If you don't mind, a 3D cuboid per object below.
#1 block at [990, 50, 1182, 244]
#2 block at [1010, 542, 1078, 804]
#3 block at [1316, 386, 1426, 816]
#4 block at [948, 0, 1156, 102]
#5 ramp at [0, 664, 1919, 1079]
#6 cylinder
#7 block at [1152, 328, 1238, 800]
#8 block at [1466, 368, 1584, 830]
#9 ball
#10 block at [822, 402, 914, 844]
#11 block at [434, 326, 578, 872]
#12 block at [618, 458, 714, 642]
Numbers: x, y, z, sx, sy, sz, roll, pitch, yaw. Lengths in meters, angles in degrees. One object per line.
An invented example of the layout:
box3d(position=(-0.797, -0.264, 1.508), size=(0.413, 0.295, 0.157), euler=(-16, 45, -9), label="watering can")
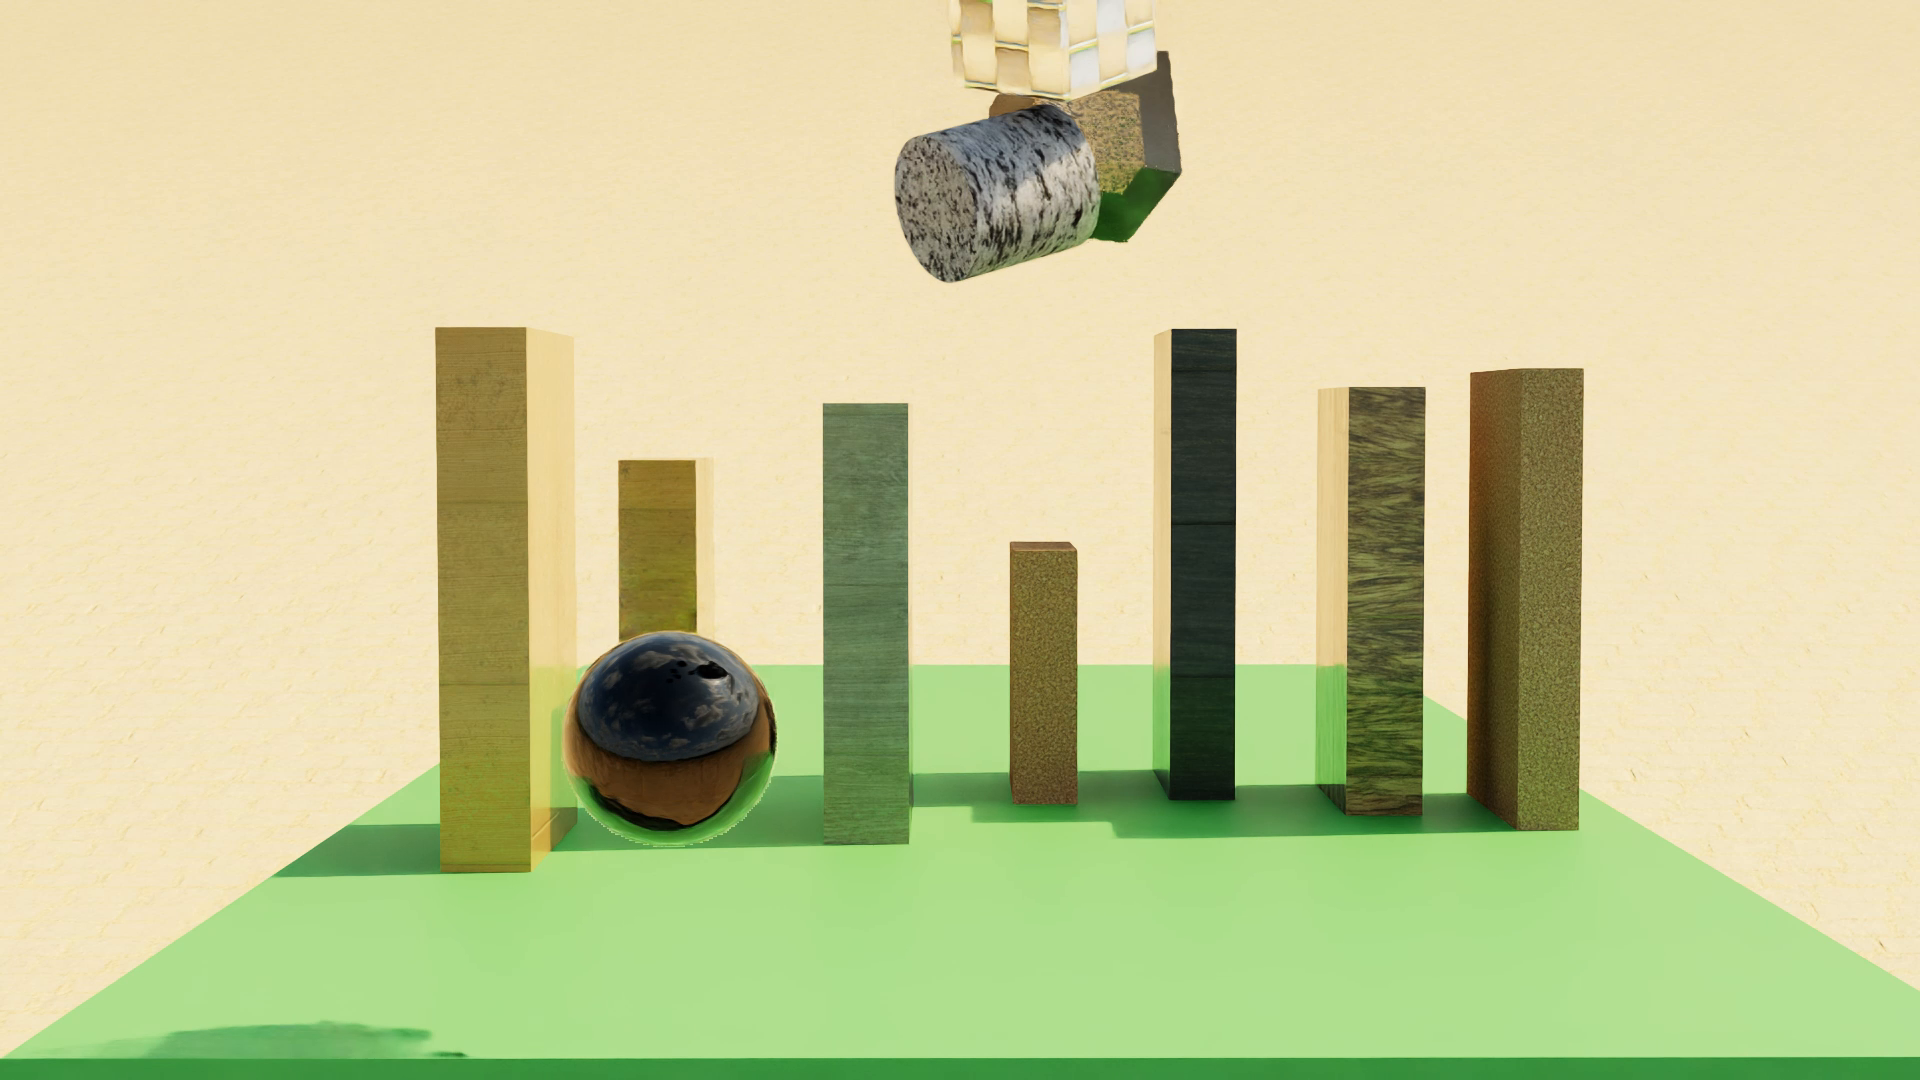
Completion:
box3d(position=(0.126, -0.409, 2.631), size=(0.143, 0.143, 0.143), euler=(5, -25, -19), label="block")
box3d(position=(0.139, 0.216, 4.326), size=(0.104, 0.414, 0.303), euler=(0, 3, 0), label="block")
box3d(position=(0.670, 0.089, 4.223), size=(0.121, 0.677, 0.349), euler=(0, 3, 0), label="block")
box3d(position=(0.087, -0.504, 2.431), size=(0.138, 0.138, 0.138), euler=(17, 31, 39), label="block")
box3d(position=(0.051, 0.463, 4.534), size=(2.000, 0.100, 4.000), euler=(0, 3, 0), label="ramp")
box3d(position=(0.035, -0.334, 2.476), size=(0.143, 0.143, 0.143), euler=(-19, 29, -29), label="cylinder")
box3d(position=(0.398, 0.032, 4.393), size=(0.107, 0.773, 0.368), euler=(0, 3, 0), label="block")
box3d(position=(0.895, 0.082, 4.095), size=(0.094, 0.703, 0.392), euler=(0, 3, 0), label="block")
box3d(position=(-0.279, 0.190, 2.478), size=(0.206, 0.206, 0.206), euler=(0, 22, 0), label="ball")
box3d(position=(-0.139, 0.114, 3.982), size=(0.126, 0.650, 0.406), euler=(0, 3, 0), label="block")
box3d(position=(-0.658, 0.074, 3.765), size=(0.125, 0.754, 0.440), euler=(0, 3, 0), label="block")
box3d(position=(-0.569, 0.115, 5.015), size=(0.146, 0.549, 0.351), euler=(0, 3, 0), label="block")
